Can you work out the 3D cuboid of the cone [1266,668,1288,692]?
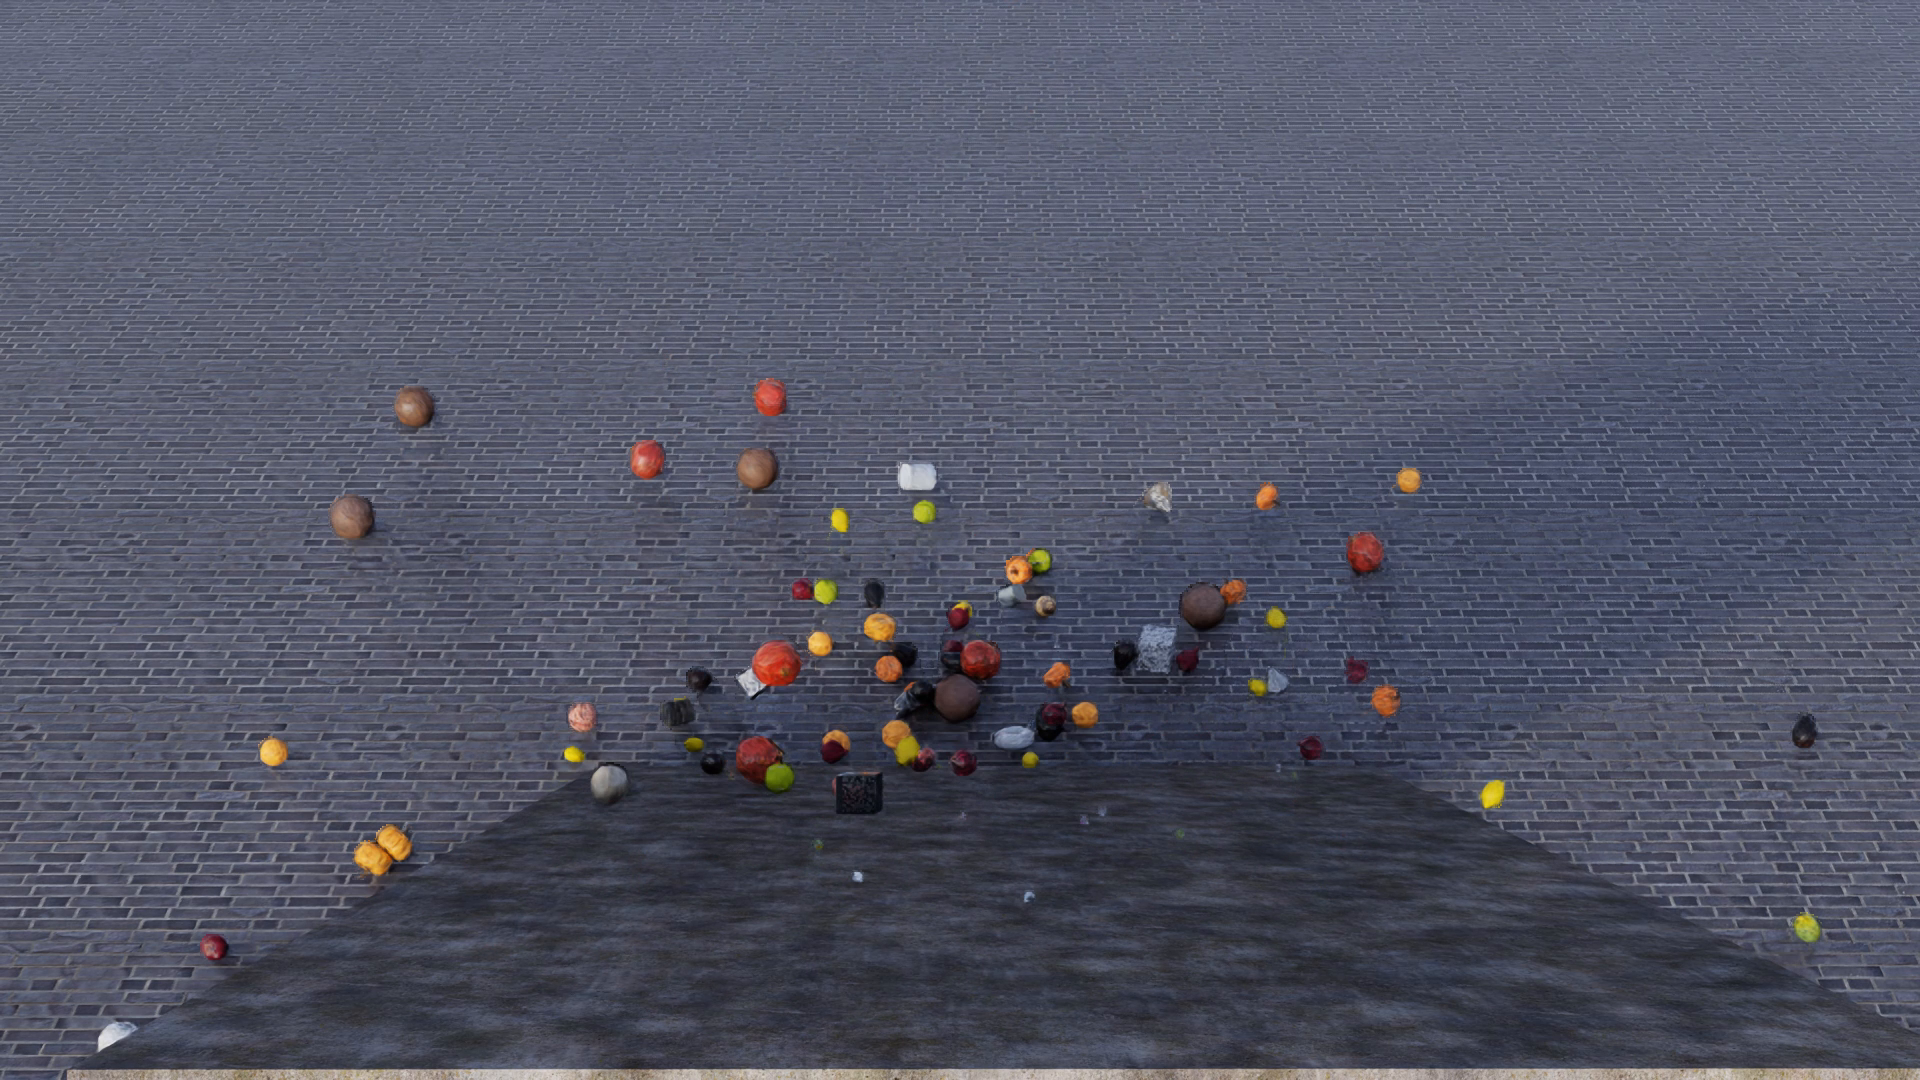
[{"bbox_3d":[0.857,0.371,7.082,0.063,0.063,0.063,-18,35,13],"label":"cone"}]

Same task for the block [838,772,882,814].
[{"bbox_3d":[-0.212,0.533,5.463,0.080,0.080,0.080,0,0,10],"label":"block"}]

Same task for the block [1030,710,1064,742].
[{"bbox_3d":[0.234,0.496,6.905,0.053,0.053,0.053,-45,34,-8],"label":"block"}]

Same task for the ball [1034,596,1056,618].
[{"bbox_3d":[0.246,0.191,7.444,0.063,0.063,0.063,0,31,0],"label":"ball"}]

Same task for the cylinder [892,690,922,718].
[{"bbox_3d":[-0.143,0.441,6.996,0.056,0.056,0.056,31,36,-27],"label":"cylinder"}]

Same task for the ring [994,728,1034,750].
[{"bbox_3d":[0.144,0.528,6.898,0.110,0.037,0.110,-4,15,1],"label":"ring"}]

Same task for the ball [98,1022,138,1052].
[{"bbox_3d":[-1.898,1.137,5.854,0.097,0.097,0.097,0,31,0],"label":"ball"}]

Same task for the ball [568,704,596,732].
[{"bbox_3d":[-1.014,0.477,6.961,0.075,0.075,0.075,0,31,0],"label":"ball"}]

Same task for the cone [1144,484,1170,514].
[{"bbox_3d":[0.622,-0.107,7.918,0.092,0.092,0.092,-14,44,-22],"label":"cone"}]

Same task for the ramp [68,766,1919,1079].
[{"bbox_3d":[0.070,0.617,4.695,2.000,0.100,4.000,0,0,0],"label":"ramp"}]

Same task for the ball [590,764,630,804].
[{"bbox_3d":[-0.762,0.532,5.636,0.086,0.086,0.086,0,31,0],"label":"ball"}]

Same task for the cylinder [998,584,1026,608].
[{"bbox_3d":[0.149,0.160,7.406,0.056,0.056,0.056,-21,16,38],"label":"cylinder"}]

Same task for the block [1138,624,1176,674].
[{"bbox_3d":[0.549,0.305,7.231,0.090,0.090,0.090,7,32,12],"label":"block"}]

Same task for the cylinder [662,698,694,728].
[{"bbox_3d":[-0.759,0.466,6.969,0.065,0.065,0.065,-11,33,-25],"label":"cylinder"}]

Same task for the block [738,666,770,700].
[{"bbox_3d":[-0.558,0.386,7.018,0.064,0.064,0.064,-36,82,-8],"label":"block"}]
